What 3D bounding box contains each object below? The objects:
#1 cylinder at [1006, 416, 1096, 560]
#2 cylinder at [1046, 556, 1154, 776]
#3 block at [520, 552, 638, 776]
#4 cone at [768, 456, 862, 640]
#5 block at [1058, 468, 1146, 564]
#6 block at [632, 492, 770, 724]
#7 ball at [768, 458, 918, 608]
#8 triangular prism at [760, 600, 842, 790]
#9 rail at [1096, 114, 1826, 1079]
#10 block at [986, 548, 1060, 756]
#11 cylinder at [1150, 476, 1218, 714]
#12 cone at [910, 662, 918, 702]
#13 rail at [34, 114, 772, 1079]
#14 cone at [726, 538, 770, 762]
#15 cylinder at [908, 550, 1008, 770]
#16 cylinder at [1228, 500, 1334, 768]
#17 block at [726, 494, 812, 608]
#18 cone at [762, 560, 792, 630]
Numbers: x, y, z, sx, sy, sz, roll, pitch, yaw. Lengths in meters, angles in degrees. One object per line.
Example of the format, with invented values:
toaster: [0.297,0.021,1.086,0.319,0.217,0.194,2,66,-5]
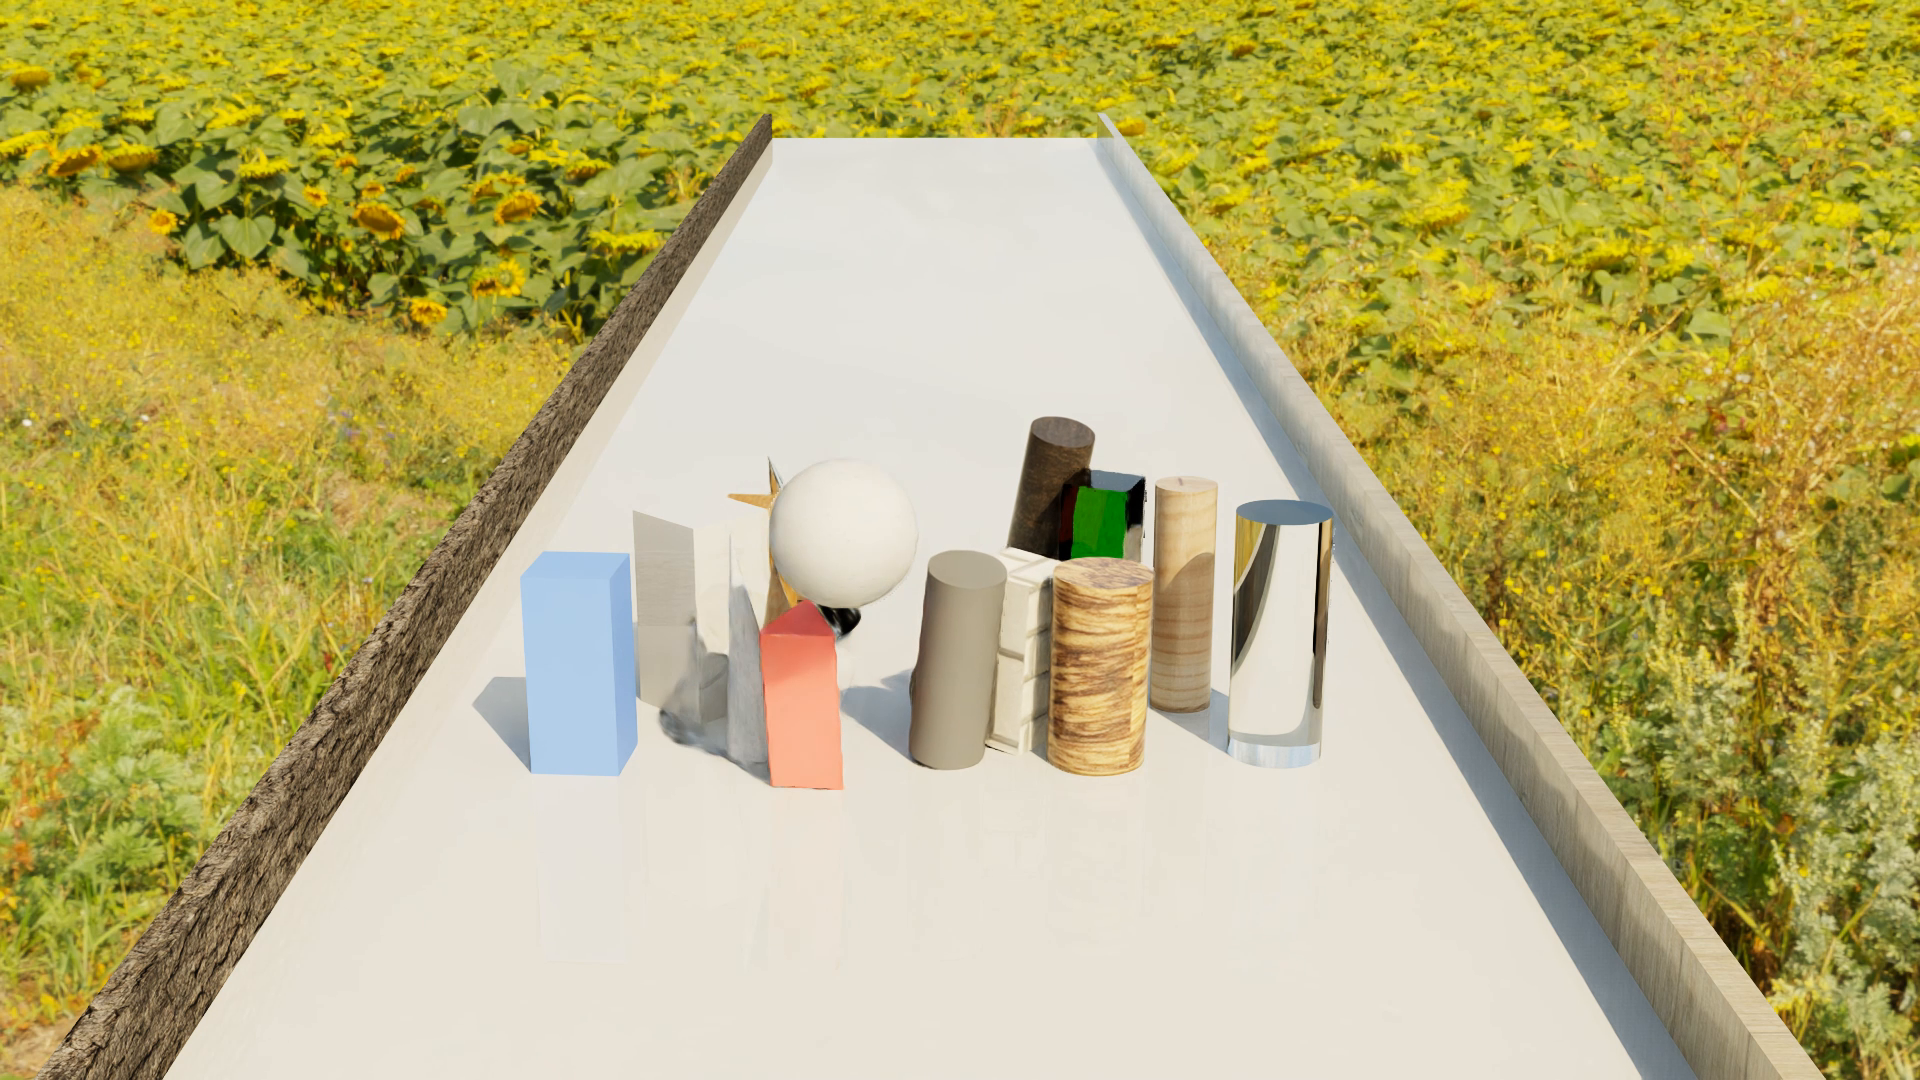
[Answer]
cylinder: [0.172,-0.031,4.530,0.134,0.436,0.134,8,29,-5]
cylinder: [0.245,0.221,3.867,0.175,0.346,0.175,1,18,0]
block: [-0.667,0.216,3.866,0.155,0.361,0.155,1,17,4]
cone: [-0.335,0.000,4.457,0.179,0.402,0.179,-12,29,6]
block: [0.279,0.057,4.386,0.131,0.366,0.131,8,18,19]
block: [-0.482,0.125,4.143,0.178,0.378,0.178,16,23,42]
ball: [-0.184,-0.010,3.464,0.237,0.237,0.237,0,17,0]
triangular prism: [-0.260,0.263,3.751,0.125,0.317,0.108,3,32,6]
rail: [0.932,-0.844,7.801,0.050,0.150,12.000,0,17,-1]
block: [0.098,0.200,3.972,0.149,0.323,0.149,16,23,34]
cylinder: [0.418,0.103,4.125,0.116,0.431,0.116,0,17,0]
cone: [0.073,0.283,4.159,0.320,0.136,0.136,3,12,-38]
rail: [-1.118,-0.838,7.780,0.050,0.150,12.000,0,17,-1]
cone: [-0.377,0.179,3.867,0.121,0.418,0.121,-5,24,2]
cylinder: [-0.006,0.210,3.837,0.137,0.368,0.137,5,28,-3]
cylinder: [0.564,0.165,3.889,0.168,0.446,0.168,0,17,0]
block: [-0.389,0.088,4.358,0.165,0.322,0.165,2,18,7]
cone: [-0.320,0.170,3.914,0.136,0.410,0.136,0,46,0]
